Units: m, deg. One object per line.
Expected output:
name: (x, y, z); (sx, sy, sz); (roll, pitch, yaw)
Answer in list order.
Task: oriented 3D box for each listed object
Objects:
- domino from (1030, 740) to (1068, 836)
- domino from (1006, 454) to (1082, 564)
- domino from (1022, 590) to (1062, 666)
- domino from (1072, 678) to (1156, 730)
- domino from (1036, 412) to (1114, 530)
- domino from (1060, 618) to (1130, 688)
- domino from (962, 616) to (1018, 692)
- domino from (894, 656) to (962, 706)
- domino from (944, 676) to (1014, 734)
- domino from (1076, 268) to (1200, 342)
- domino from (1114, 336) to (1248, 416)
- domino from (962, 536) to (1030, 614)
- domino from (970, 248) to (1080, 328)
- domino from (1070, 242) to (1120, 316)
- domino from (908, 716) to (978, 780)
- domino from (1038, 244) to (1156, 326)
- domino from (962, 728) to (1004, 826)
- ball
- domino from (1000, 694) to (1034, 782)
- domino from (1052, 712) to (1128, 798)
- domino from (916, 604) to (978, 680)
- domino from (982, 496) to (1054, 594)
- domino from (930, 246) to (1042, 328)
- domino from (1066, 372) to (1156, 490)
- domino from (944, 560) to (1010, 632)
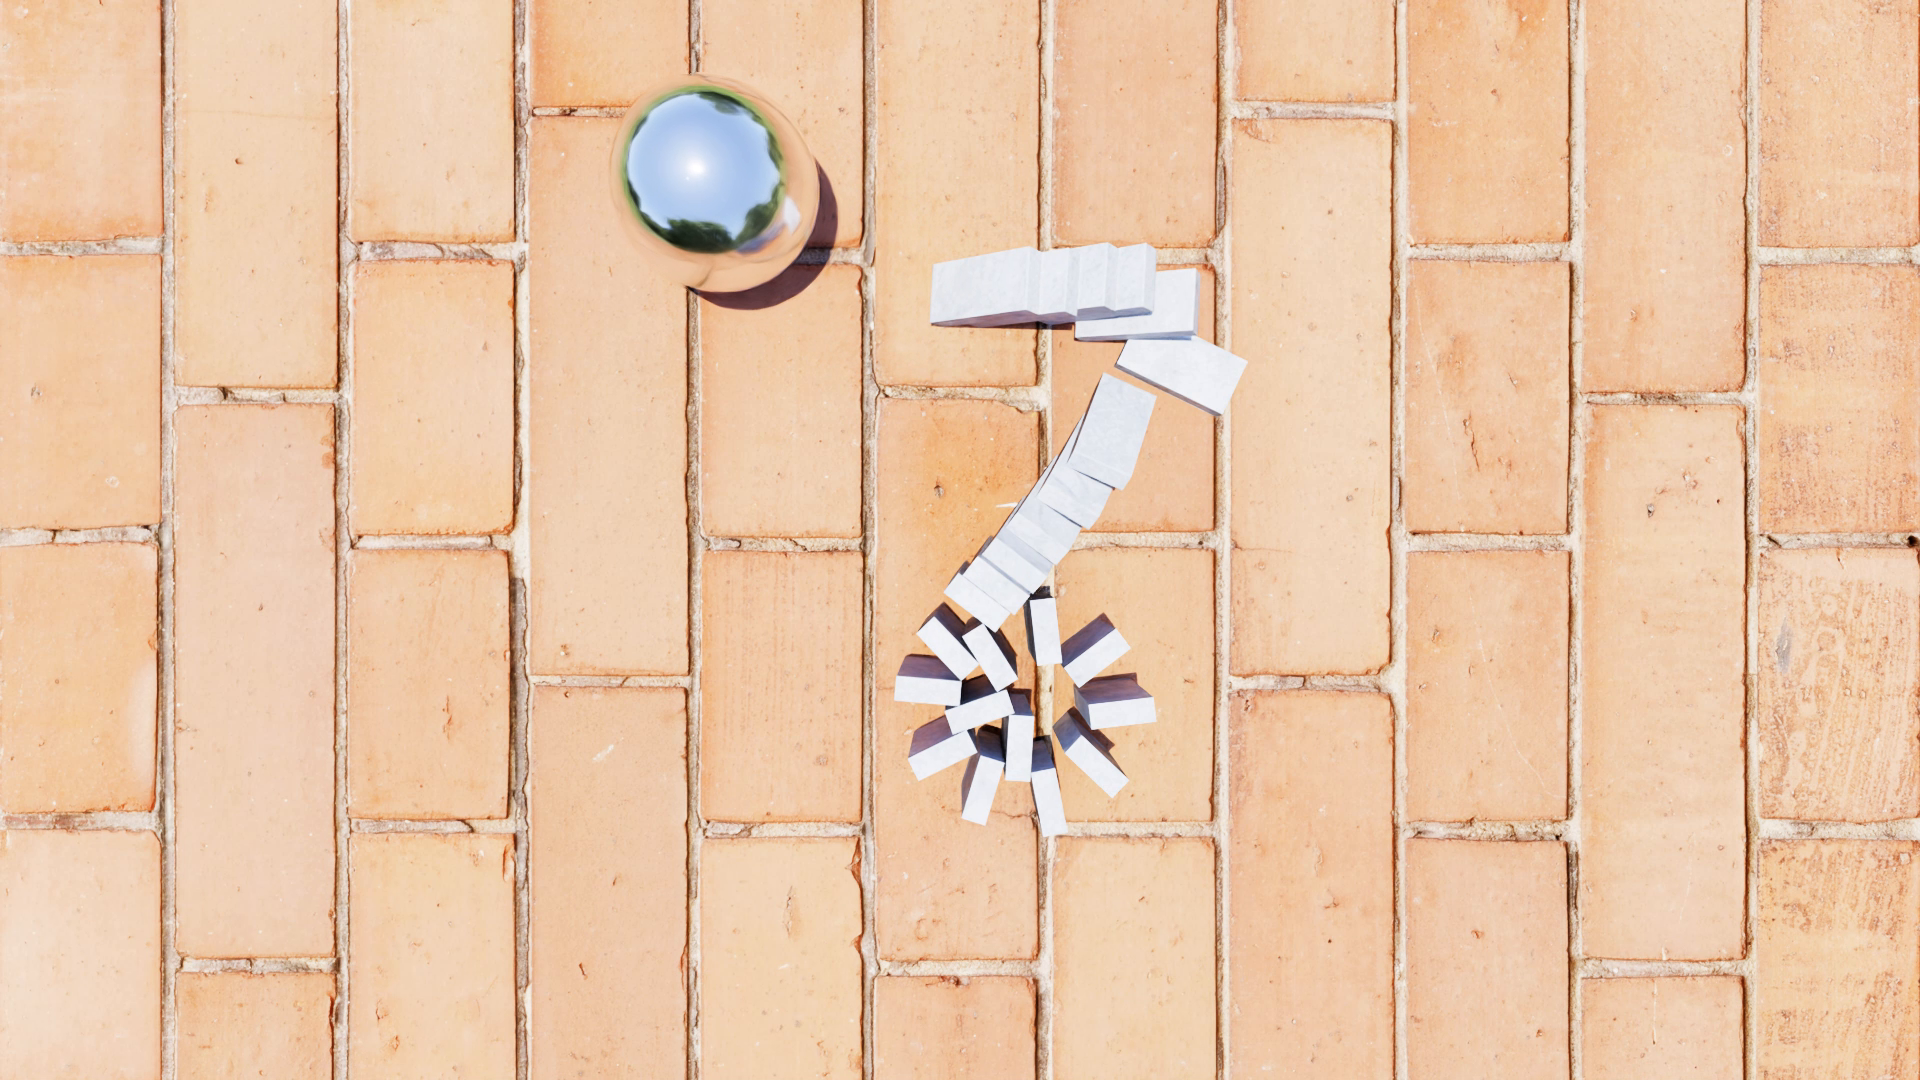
domino: (0.034, 0.100, 0.375); (0.009, 0.050, 0.025); (-11, 90, 0)
domino: (0.040, -0.013, 0.378); (0.025, 0.050, 0.009); (36, 131, 0)
domino: (0.033, 0.035, 0.375); (0.010, 0.050, 0.025); (-6, 90, 0)
domino: (0.062, 0.066, 0.375); (0.025, 0.050, 0.009); (-7, 90, 0)
domino: (0.052, -0.029, 0.380); (0.025, 0.010, 0.050); (32, 49, 0)
domino: (0.053, 0.045, 0.375); (0.025, 0.050, 0.010); (-37, 90, 0)
domino: (0.013, 0.044, 0.375); (0.009, 0.050, 0.025); (-32, 91, 3)
domino: (-0.012, 0.057, 0.375); (0.025, 0.050, 0.010); (5, 92, 0)
domino: (0.008, 0.066, 0.375); (0.025, 0.050, 0.010); (-19, 90, 0)
domino: (0.074, -0.098, 0.384); (0.050, 0.010, 0.025); (3, 90, 27)
domino: (0.095, -0.076, 0.395); (0.050, 0.009, 0.025); (26, 90, 0)
domino: (0.017, 0.013, 0.375); (0.025, 0.050, 0.010); (38, 102, 0)
domino: (0.025, -0.104, 0.381); (0.050, 0.009, 0.025); (4, 90, 38)
domino: (0.041, -0.106, 0.381); (0.050, 0.010, 0.025); (4, 90, 38)
domino: (-0.007, 0.082, 0.375); (0.025, 0.050, 0.010); (-26, 90, 0)
domino: (0.056, -0.105, 0.381); (0.050, 0.009, 0.025); (3, 90, 38)
domino: (0.009, 0.096, 0.375); (0.009, 0.050, 0.025); (17, 90, 0)
ball: (-0.096, -0.138, 0.360); (0.080, 0.080, 0.080); (0, 90, 0)
domino: (0.023, 0.080, 0.375); (0.009, 0.050, 0.025); (3, 90, 0)
domino: (0.052, 0.087, 0.375); (0.025, 0.050, 0.010); (43, 90, 0)
domino: (-0.004, 0.041, 0.375); (0.010, 0.050, 0.025); (-44, 90, 3)
domino: (0.028, 0.001, 0.376); (0.025, 0.050, 0.009); (38, 118, 0)
domino: (0.010, -0.104, 0.381); (0.050, 0.009, 0.025); (3, 90, 38)
domino: (0.064, -0.046, 0.381); (0.025, 0.009, 0.050); (24, 53, 0)
domino: (0.008, 0.022, 0.375); (0.025, 0.050, 0.009); (38, 96, 0)
